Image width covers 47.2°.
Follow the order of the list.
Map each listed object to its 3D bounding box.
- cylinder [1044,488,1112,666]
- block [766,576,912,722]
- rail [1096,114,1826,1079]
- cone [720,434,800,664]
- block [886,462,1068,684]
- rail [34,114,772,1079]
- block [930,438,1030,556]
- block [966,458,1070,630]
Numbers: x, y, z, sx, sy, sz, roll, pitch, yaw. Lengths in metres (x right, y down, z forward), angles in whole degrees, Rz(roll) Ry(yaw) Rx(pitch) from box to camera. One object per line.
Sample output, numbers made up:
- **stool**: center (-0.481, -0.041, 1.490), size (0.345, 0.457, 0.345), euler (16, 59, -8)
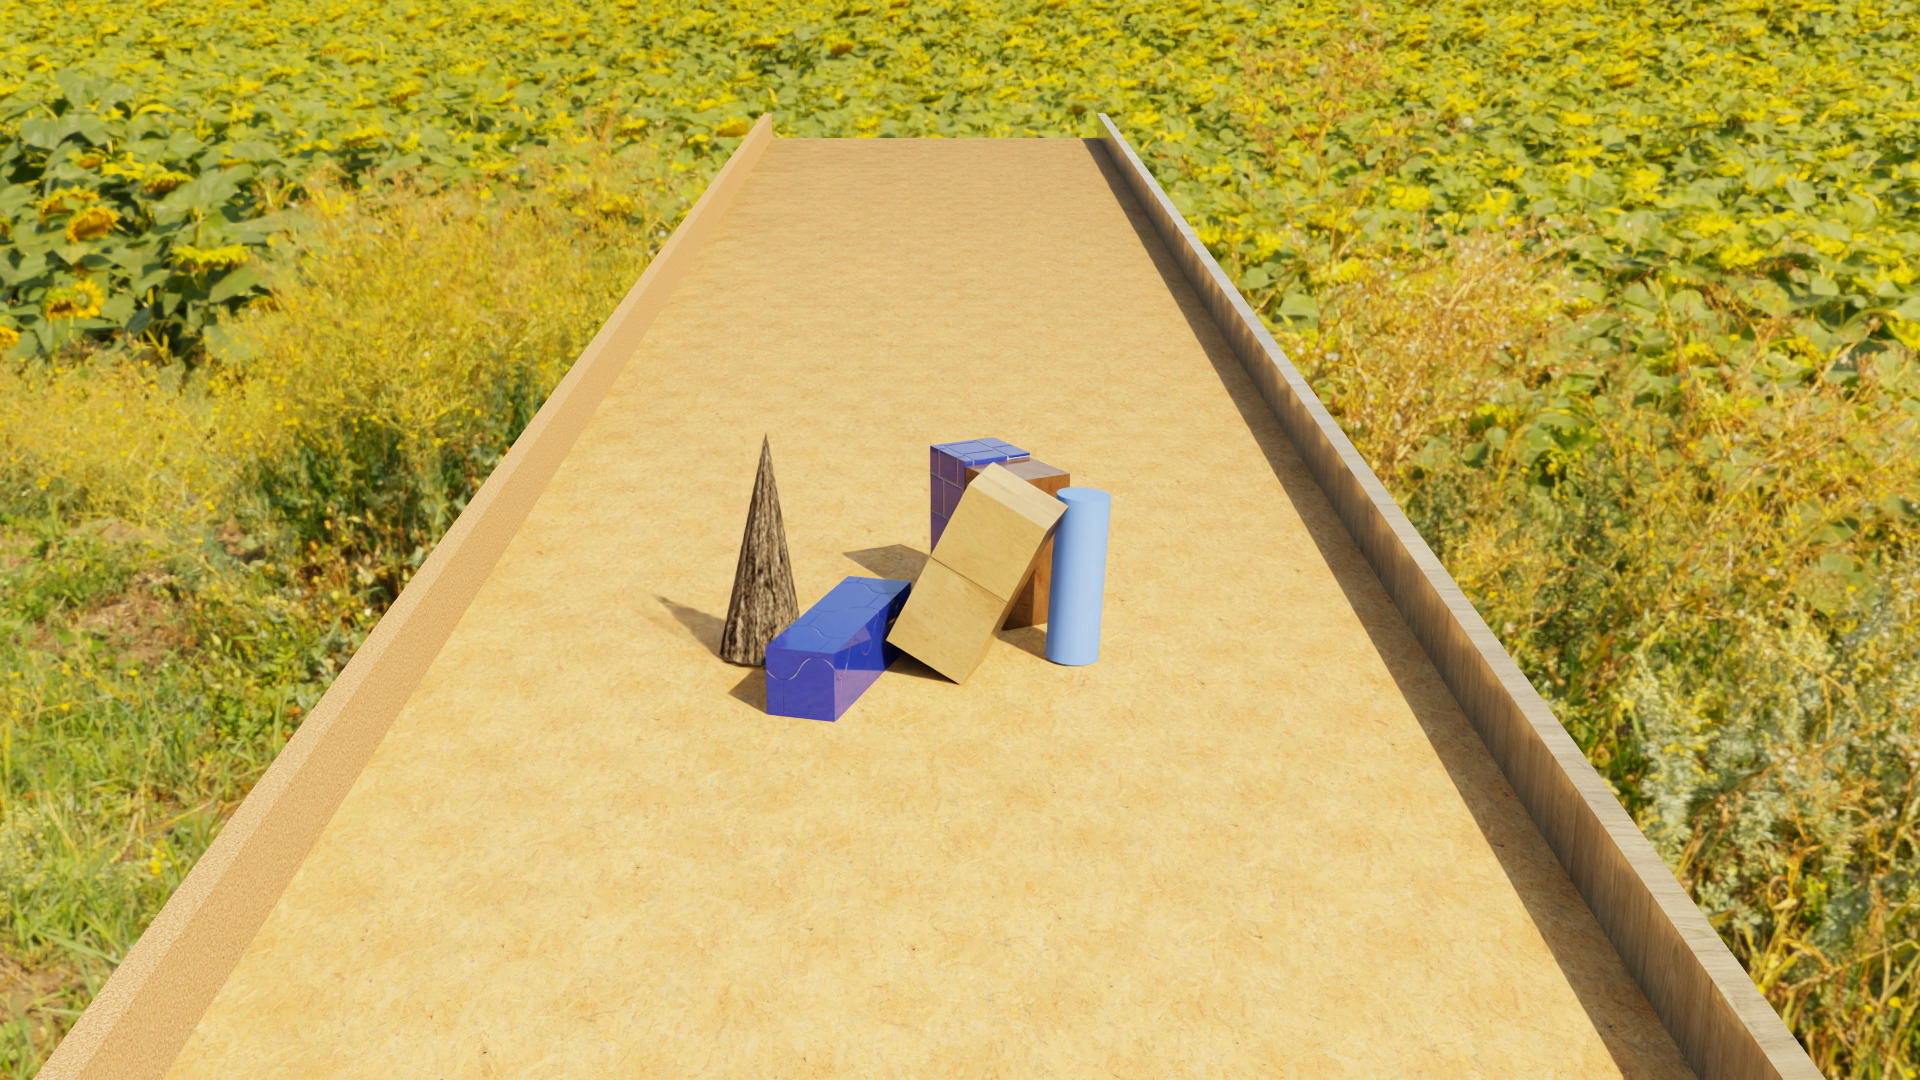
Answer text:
- **cylinder**: center (0.235, 0.072, 4.382), size (0.108, 0.338, 0.108), euler (3, 16, -1)
- **block**: center (-0.231, 0.206, 4.297), size (0.135, 0.135, 0.459), euler (5, 17, 16)
- **rail**: center (0.932, -0.844, 7.801), size (0.050, 0.150, 12.000), euler (0, 17, -1)
- **cone**: center (-0.391, 0.005, 4.390), size (0.174, 0.457, 0.174), euler (2, 13, 0)
- **block**: center (0.034, 0.065, 4.295), size (0.173, 0.368, 0.173), euler (31, 22, 6)
- **rail**: center (-1.118, -0.838, 7.780), size (0.050, 0.150, 12.000), euler (0, 17, -1)
- **block**: center (0.042, -0.039, 4.782), size (0.158, 0.328, 0.158), euler (-9, 19, -27)
- **block**: center (0.121, 0.006, 4.646), size (0.159, 0.318, 0.159), euler (-9, 19, -28)
